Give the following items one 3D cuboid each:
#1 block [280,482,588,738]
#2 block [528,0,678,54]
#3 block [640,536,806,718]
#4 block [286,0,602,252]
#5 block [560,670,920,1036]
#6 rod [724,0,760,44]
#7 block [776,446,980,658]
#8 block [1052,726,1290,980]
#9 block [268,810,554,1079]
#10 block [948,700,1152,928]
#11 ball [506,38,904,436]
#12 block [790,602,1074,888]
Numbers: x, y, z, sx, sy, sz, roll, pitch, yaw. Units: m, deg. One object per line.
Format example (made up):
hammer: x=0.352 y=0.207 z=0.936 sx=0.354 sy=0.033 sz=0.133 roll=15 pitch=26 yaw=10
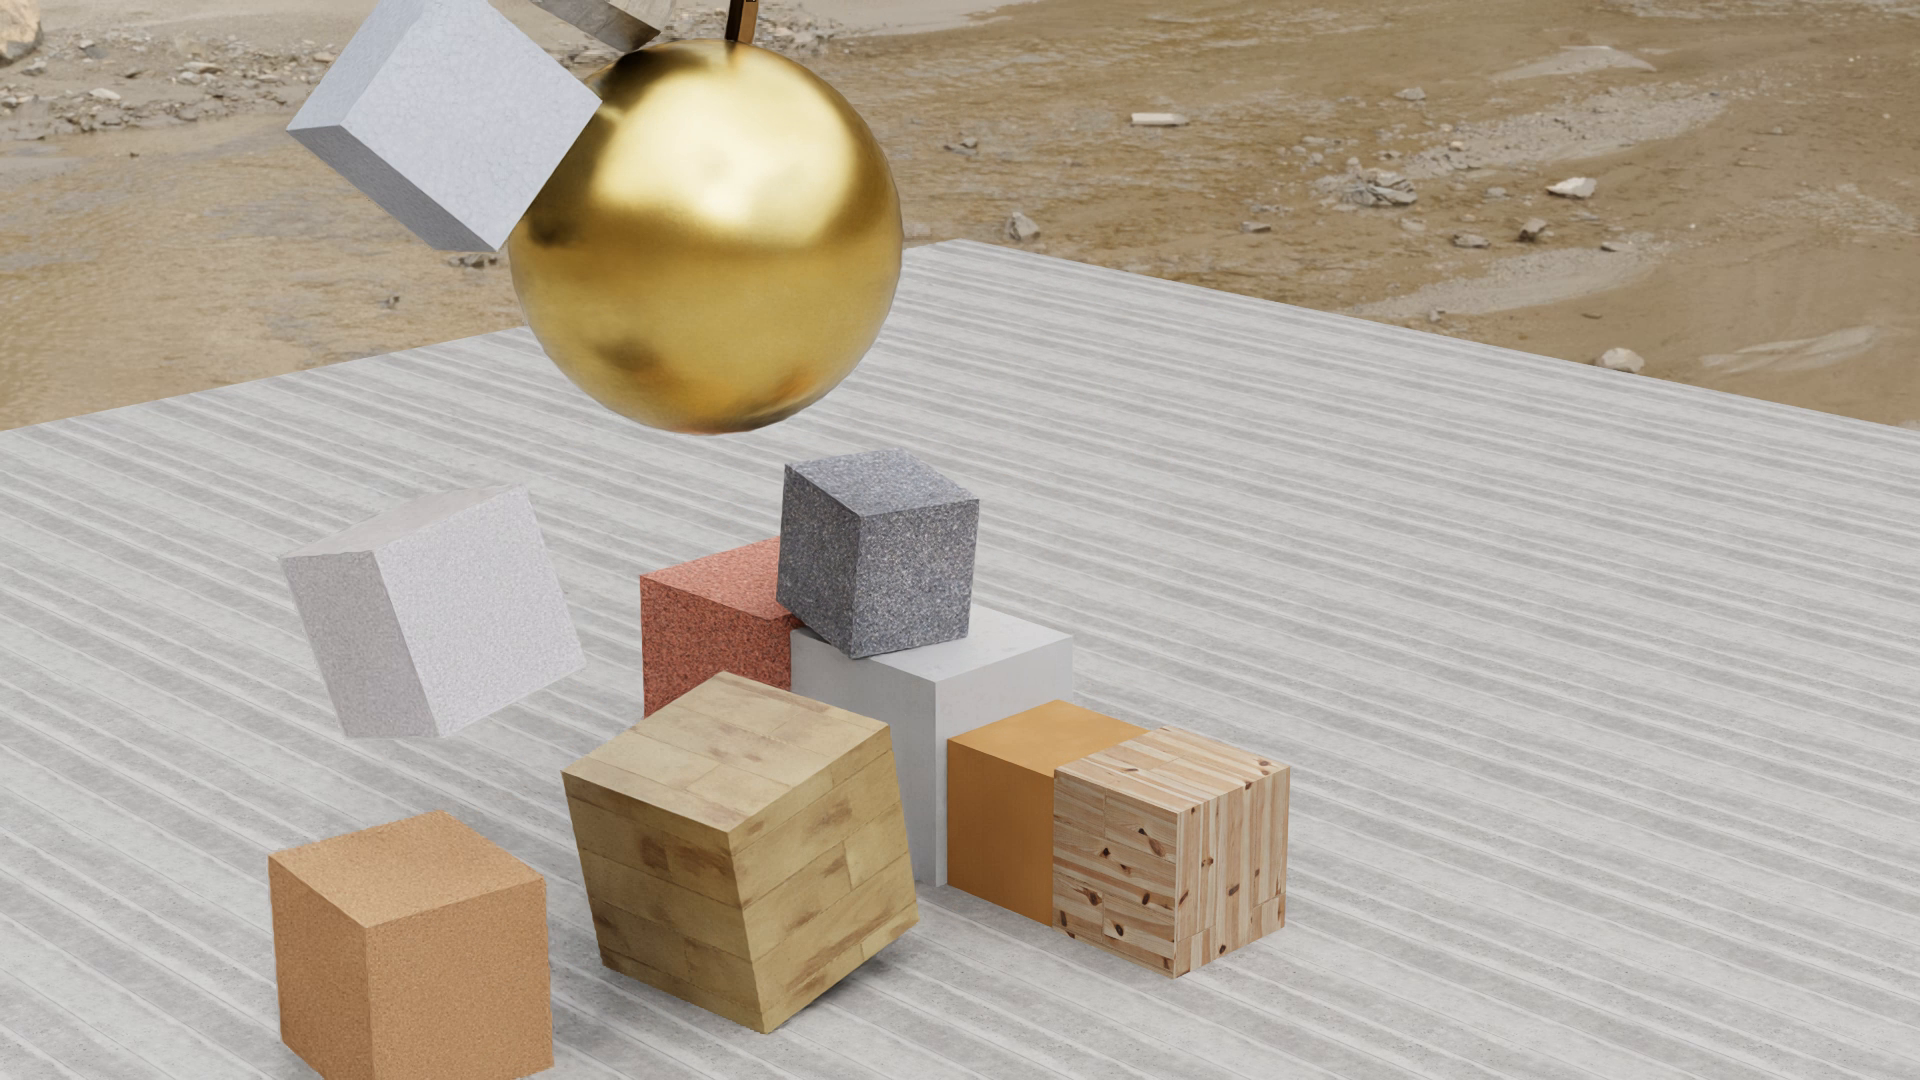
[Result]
block: x=-2.007 y=0.274 z=11.184 sx=0.701 sy=0.745 sz=0.691 roll=-28 pitch=16 yaw=-39
block: x=-1.354 y=-2.396 z=11.566 sx=0.575 sy=0.687 sz=0.557 roll=27 pitch=-9 yaw=-18
block: x=-0.844 y=0.670 z=14.423 sx=1.065 sy=1.073 sz=0.946 roll=-17 pitch=24 yaw=-42
block: x=-1.978 y=-1.626 z=11.231 sx=0.758 sy=0.720 sz=0.652 roll=40 pitch=-15 yaw=-27
block: x=-0.911 y=1.291 z=12.338 sx=0.981 sy=0.972 sz=0.957 roll=15 pitch=34 yaw=39
rod: x=-0.445 y=-4.543 z=11.447 sx=0.080 sy=5.200 sz=0.080 roll=17 pitch=10 yaw=42
block: x=-0.387 y=0.049 z=13.564 sx=0.631 sy=0.694 sz=0.695 roll=-9 pitch=26 yaw=-31
block: x=0.918 y=1.346 z=12.793 sx=0.745 sy=0.760 sz=0.704 roll=-17 pitch=24 yaw=-42
block: x=-2.181 y=1.673 z=11.650 sx=0.769 sy=0.823 sz=0.856 roll=-13 pitch=22 yaw=-35
block: x=0.432 y=1.224 z=13.269 sx=0.723 sy=0.709 sz=0.658 roll=-17 pitch=24 yaw=-42
ball: x=-1.027 y=-1.221 z=11.881 sx=1.600 sy=1.600 sz=1.600 roll=0 pitch=17 yaw=0
block: x=-0.134 y=0.908 z=13.796 sx=0.889 sy=0.995 sz=0.975 roll=-16 pitch=24 yaw=-42
